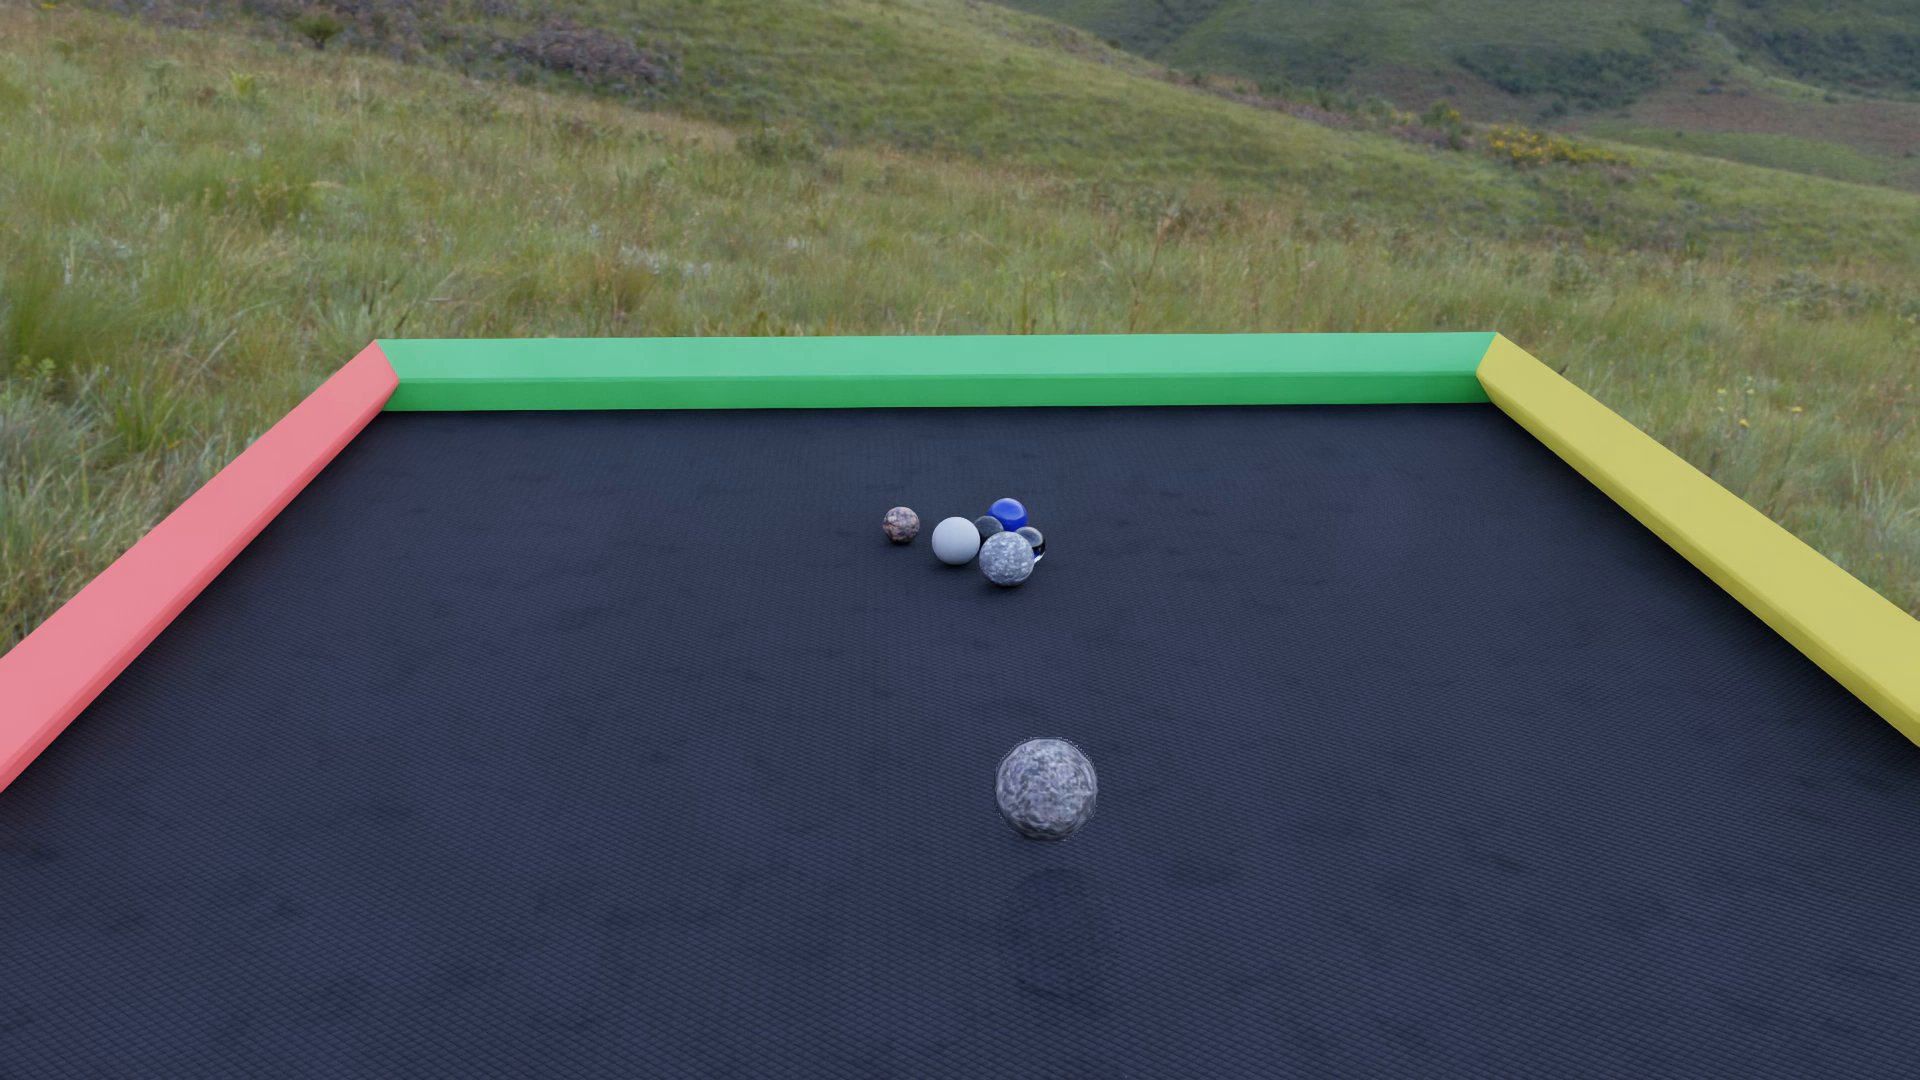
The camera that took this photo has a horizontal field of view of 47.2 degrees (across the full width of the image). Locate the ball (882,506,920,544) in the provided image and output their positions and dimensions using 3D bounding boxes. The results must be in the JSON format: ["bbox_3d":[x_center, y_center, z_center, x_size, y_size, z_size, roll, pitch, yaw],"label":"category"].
[{"bbox_3d":[-0.076,-0.020,2.852,0.048,0.048,0.048,0,16,0],"label":"ball"}]

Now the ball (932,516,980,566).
[{"bbox_3d":[-0.005,0.001,2.755,0.061,0.061,0.061,0,16,0],"label":"ball"}]

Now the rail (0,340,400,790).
[{"bbox_3d":[-0.867,0.224,1.876,0.045,0.117,3.576,-1,16,-2],"label":"rail"}]

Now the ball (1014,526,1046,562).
[{"bbox_3d":[0.084,0.007,2.762,0.048,0.048,0.048,0,16,0],"label":"ball"}]

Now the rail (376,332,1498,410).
[{"bbox_3d":[-0.030,-0.272,3.601,1.845,0.117,0.045,-1,16,-2],"label":"rail"}]

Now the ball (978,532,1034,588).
[{"bbox_3d":[0.057,0.023,2.667,0.068,0.068,0.068,0,16,0],"label":"ball"}]

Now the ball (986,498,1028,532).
[{"bbox_3d":[0.062,-0.028,2.872,0.053,0.053,0.053,0,16,0],"label":"ball"}]

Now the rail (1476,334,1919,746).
[{"bbox_3d":[0.929,0.206,1.936,0.045,0.117,3.576,-1,16,-2],"label":"rail"}]

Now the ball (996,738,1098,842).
[{"bbox_3d":[0.076,0.220,1.940,0.090,0.090,0.090,0,16,0],"label":"ball"}]

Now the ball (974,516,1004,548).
[{"bbox_3d":[0.035,-0.009,2.824,0.044,0.044,0.044,0,16,0],"label":"ball"}]
